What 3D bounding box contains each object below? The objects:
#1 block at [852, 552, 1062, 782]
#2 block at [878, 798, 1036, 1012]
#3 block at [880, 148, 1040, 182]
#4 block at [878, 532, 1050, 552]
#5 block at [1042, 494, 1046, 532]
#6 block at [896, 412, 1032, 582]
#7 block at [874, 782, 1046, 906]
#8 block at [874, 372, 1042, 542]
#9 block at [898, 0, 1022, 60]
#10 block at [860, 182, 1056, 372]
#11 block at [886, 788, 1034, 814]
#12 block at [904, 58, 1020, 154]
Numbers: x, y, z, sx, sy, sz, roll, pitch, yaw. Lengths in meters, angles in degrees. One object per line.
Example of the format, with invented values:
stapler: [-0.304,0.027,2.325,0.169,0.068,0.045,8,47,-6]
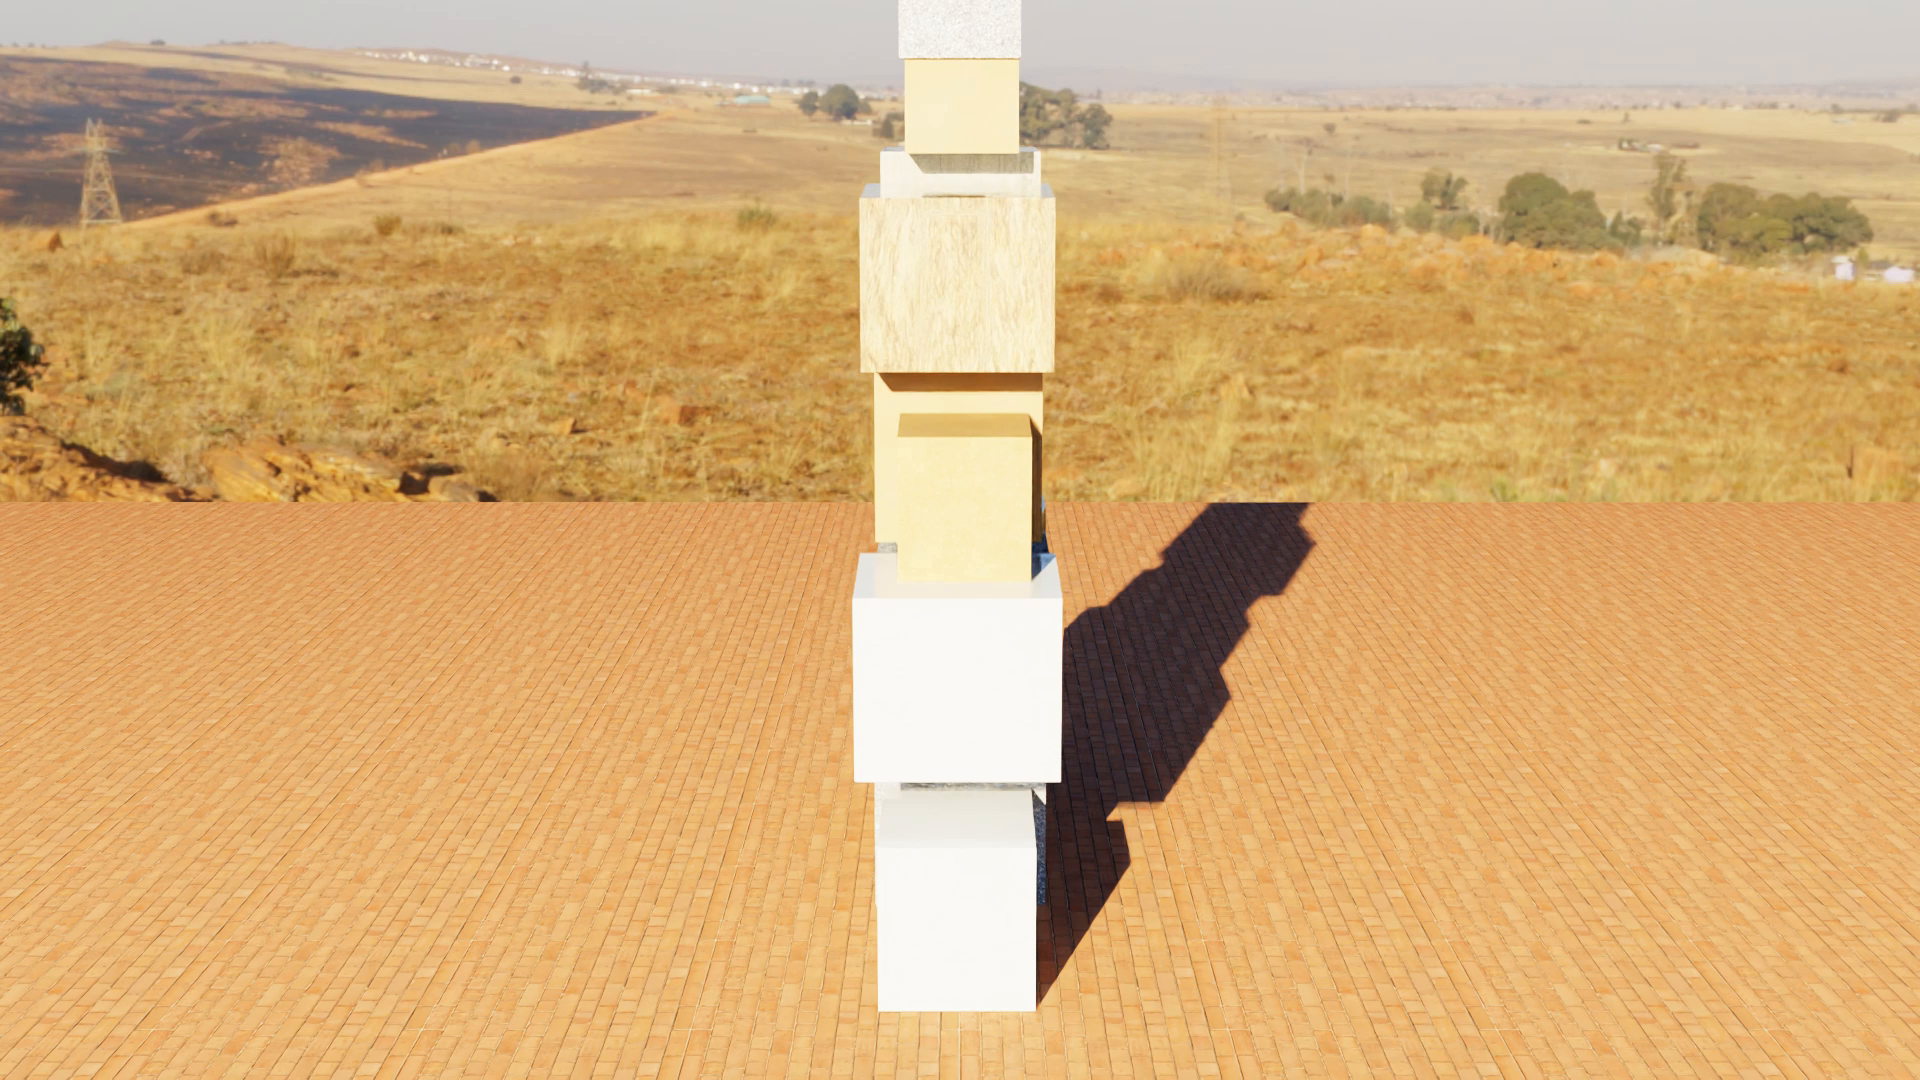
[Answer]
block: [-0.009,0.506,10.437,0.817,0.750,0.750,0,13,0]
block: [-0.012,1.412,10.007,0.597,0.641,0.671,0,10,0]
block: [0.003,-1.319,11.343,0.681,0.804,0.757,0,10,0]
block: [0.014,0.373,11.209,0.739,0.698,0.756,0,10,0]
block: [0.017,0.221,11.996,0.736,0.891,0.828,0,10,0]
block: [0.018,-0.182,10.441,0.532,0.587,0.542,0,13,0]
block: [0.002,1.111,11.276,0.726,0.779,0.752,0,10,0]
block: [-0.006,-0.454,11.089,0.699,0.785,0.750,0,12,0]
block: [0.000,-2.273,10.751,0.502,0.504,0.502,0,10,0]
block: [-0.010,-1.093,10.556,0.771,0.690,0.829,0,12,0]
block: [-0.004,1.357,10.639,0.609,0.524,0.571,0,10,0]
block: [0.008,-1.834,10.828,0.470,0.387,0.466,0,10,0]
